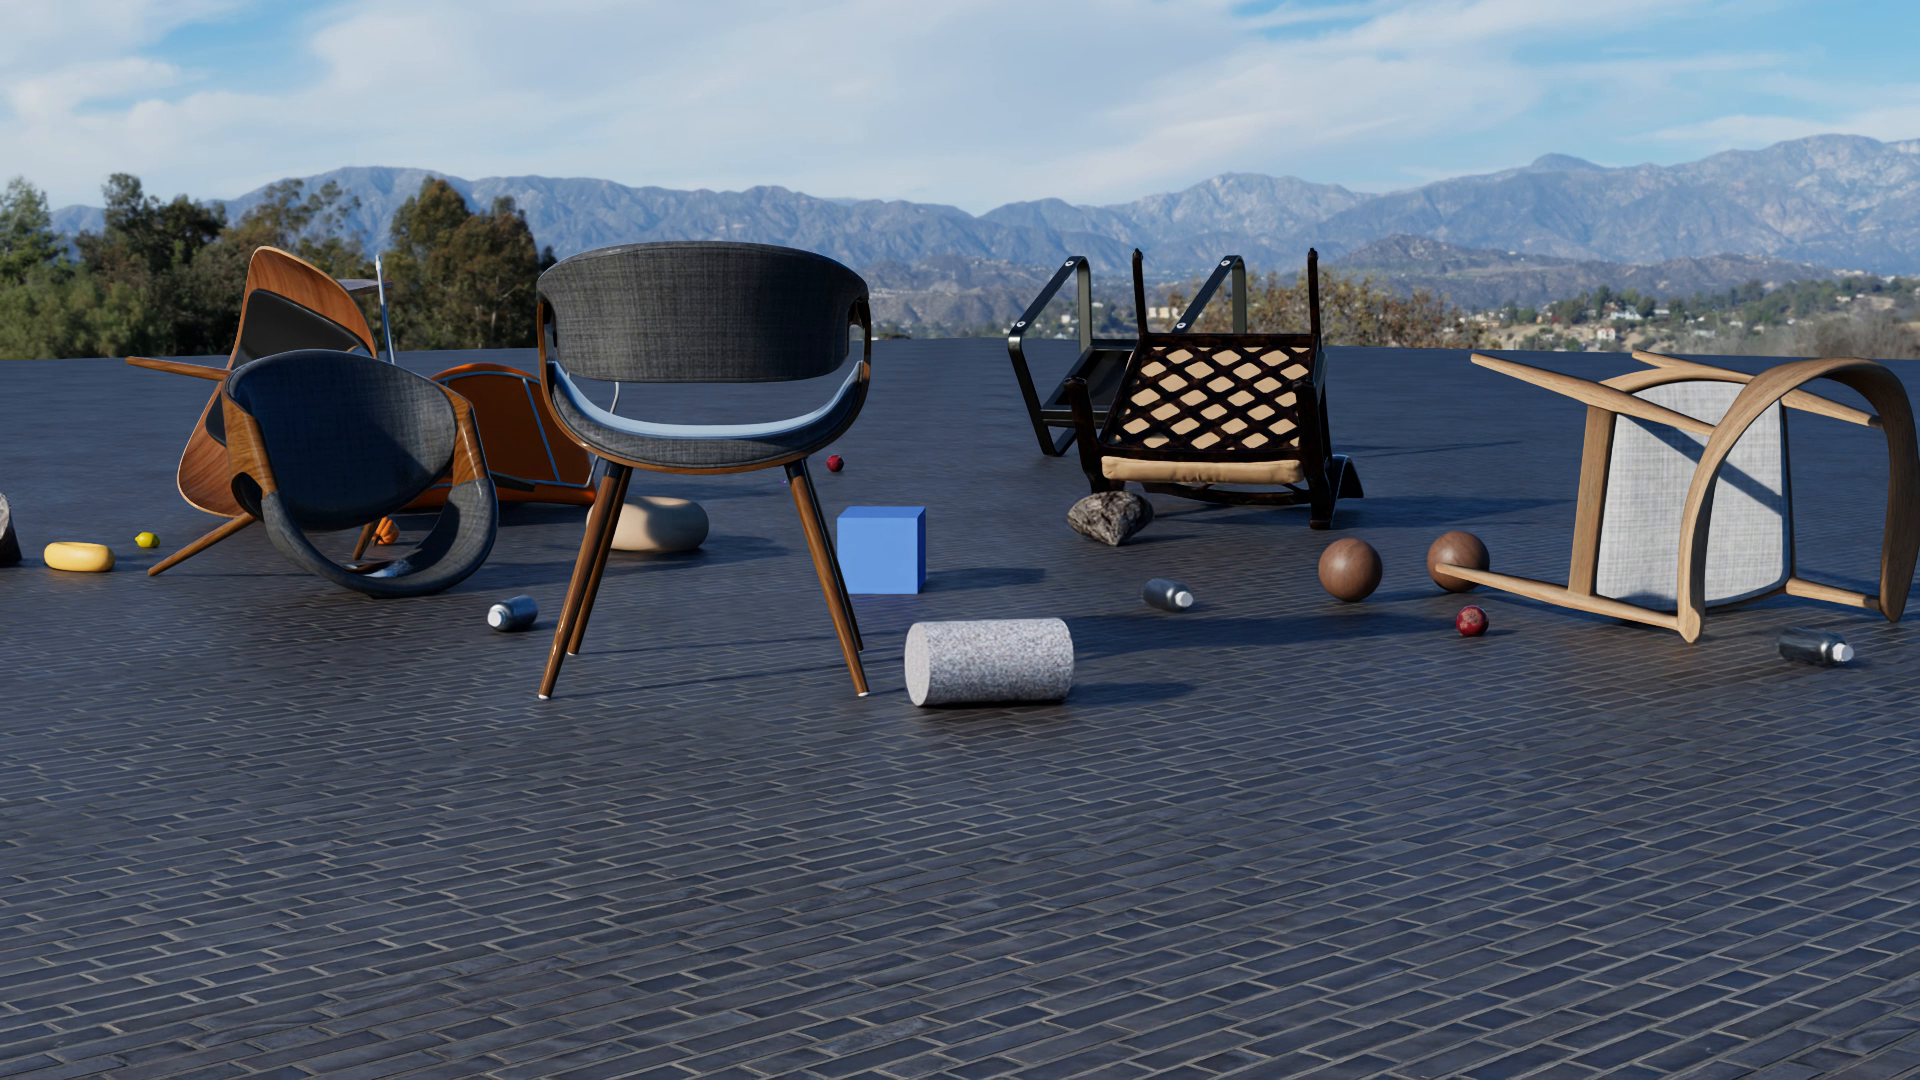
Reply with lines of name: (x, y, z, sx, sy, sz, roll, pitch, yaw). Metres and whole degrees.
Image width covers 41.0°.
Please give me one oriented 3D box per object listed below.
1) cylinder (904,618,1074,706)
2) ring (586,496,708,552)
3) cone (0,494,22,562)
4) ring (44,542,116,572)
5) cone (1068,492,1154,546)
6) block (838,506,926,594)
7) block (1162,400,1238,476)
cylinder: (0.043, 0.188, 3.955, 0.225, 0.127, 0.169, -2, -7, -14)
ring: (-0.761, -0.039, 6.247, 0.288, 0.114, 0.333, -2, 7, -33)
cone: (-2.221, 0.007, 5.891, 0.245, 0.200, 0.221, -16, -23, 12)
ring: (-1.980, 0.038, 5.769, 0.213, 0.057, 0.095, 4, 6, 32)
cone: (0.377, -0.023, 6.327, 0.215, 0.133, 0.171, -5, 27, 1)
block: (-0.165, 0.019, 5.454, 0.166, 0.158, 0.265, 0, 6, 3)
block: (0.802, -0.343, 8.592, 0.193, 0.236, 0.165, -4, 7, -36)
